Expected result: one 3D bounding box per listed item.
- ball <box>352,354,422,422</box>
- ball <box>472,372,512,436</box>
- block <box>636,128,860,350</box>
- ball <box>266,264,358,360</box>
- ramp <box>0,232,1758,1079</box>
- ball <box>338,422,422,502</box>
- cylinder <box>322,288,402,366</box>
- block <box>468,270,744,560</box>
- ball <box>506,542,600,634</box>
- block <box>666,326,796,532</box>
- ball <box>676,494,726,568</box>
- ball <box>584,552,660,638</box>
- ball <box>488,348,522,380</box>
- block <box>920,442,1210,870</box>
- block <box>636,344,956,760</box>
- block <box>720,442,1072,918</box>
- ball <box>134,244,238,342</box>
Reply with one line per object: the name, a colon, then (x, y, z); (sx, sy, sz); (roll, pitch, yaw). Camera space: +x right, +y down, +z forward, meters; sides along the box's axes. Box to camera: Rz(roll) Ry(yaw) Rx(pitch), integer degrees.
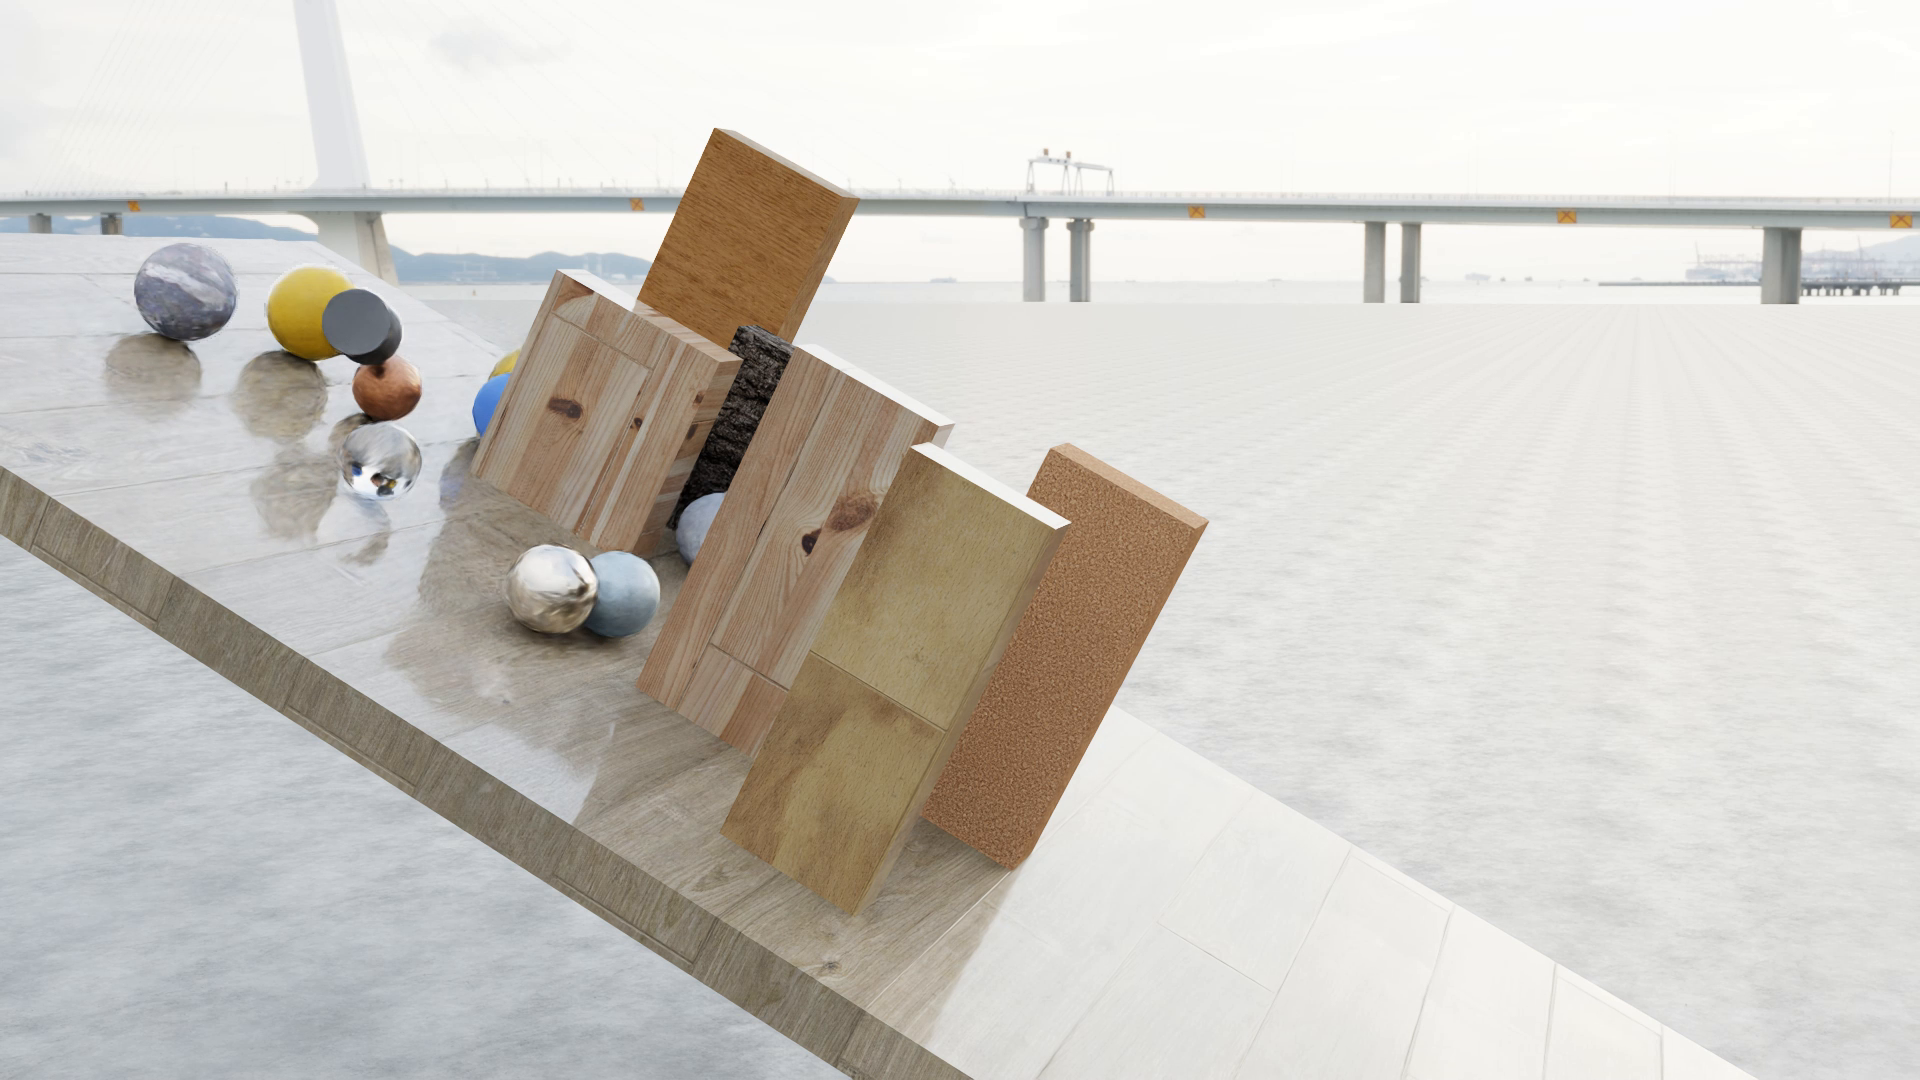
ball: (-1.160, -0.310, 4.455); (0.138, 0.138, 0.138); (0, 7, 0)
ball: (-0.935, -0.267, 4.607); (0.168, 0.168, 0.168); (0, 7, 0)
block: (-0.553, -0.520, 5.035); (0.343, 0.756, 0.119); (30, 14, 12)
ball: (-1.343, -0.474, 4.588); (0.199, 0.199, 0.199); (0, 7, 0)
ramp: (-0.229, 0.383, 4.151); (4.000, 0.100, 2.000); (30, 14, 12)
ball: (-1.060, -0.144, 4.021); (0.147, 0.147, 0.147); (0, 7, 0)
cylinder: (-1.179, -0.420, 4.339); (0.130, 0.130, 0.130); (0, -4, -4)
block: (-0.711, -0.249, 4.398); (0.388, 0.453, 0.119); (30, 14, 12)
ball: (-0.707, 0.084, 3.816); (0.159, 0.159, 0.159); (0, 7, 0)
block: (-0.375, -0.155, 4.663); (0.409, 0.459, 0.104); (30, 14, 12)
ball: (-0.496, -0.010, 4.514); (0.173, 0.173, 0.173); (0, 7, 0)
ball: (-0.615, 0.098, 3.943); (0.155, 0.155, 0.155); (0, 7, 0)
ball: (-0.925, -0.321, 4.785); (0.205, 0.205, 0.205); (0, 7, 0)
block: (0.140, 0.203, 3.835); (0.282, 0.687, 0.127); (30, 14, 12)
block: (-0.285, 0.028, 3.737); (0.280, 0.664, 0.091); (30, 14, 12)
block: (-0.104, 0.214, 3.352); (0.252, 0.685, 0.093); (30, 14, 12)
ball: (-1.521, -0.487, 4.324); (0.191, 0.191, 0.191); (0, 7, 0)
